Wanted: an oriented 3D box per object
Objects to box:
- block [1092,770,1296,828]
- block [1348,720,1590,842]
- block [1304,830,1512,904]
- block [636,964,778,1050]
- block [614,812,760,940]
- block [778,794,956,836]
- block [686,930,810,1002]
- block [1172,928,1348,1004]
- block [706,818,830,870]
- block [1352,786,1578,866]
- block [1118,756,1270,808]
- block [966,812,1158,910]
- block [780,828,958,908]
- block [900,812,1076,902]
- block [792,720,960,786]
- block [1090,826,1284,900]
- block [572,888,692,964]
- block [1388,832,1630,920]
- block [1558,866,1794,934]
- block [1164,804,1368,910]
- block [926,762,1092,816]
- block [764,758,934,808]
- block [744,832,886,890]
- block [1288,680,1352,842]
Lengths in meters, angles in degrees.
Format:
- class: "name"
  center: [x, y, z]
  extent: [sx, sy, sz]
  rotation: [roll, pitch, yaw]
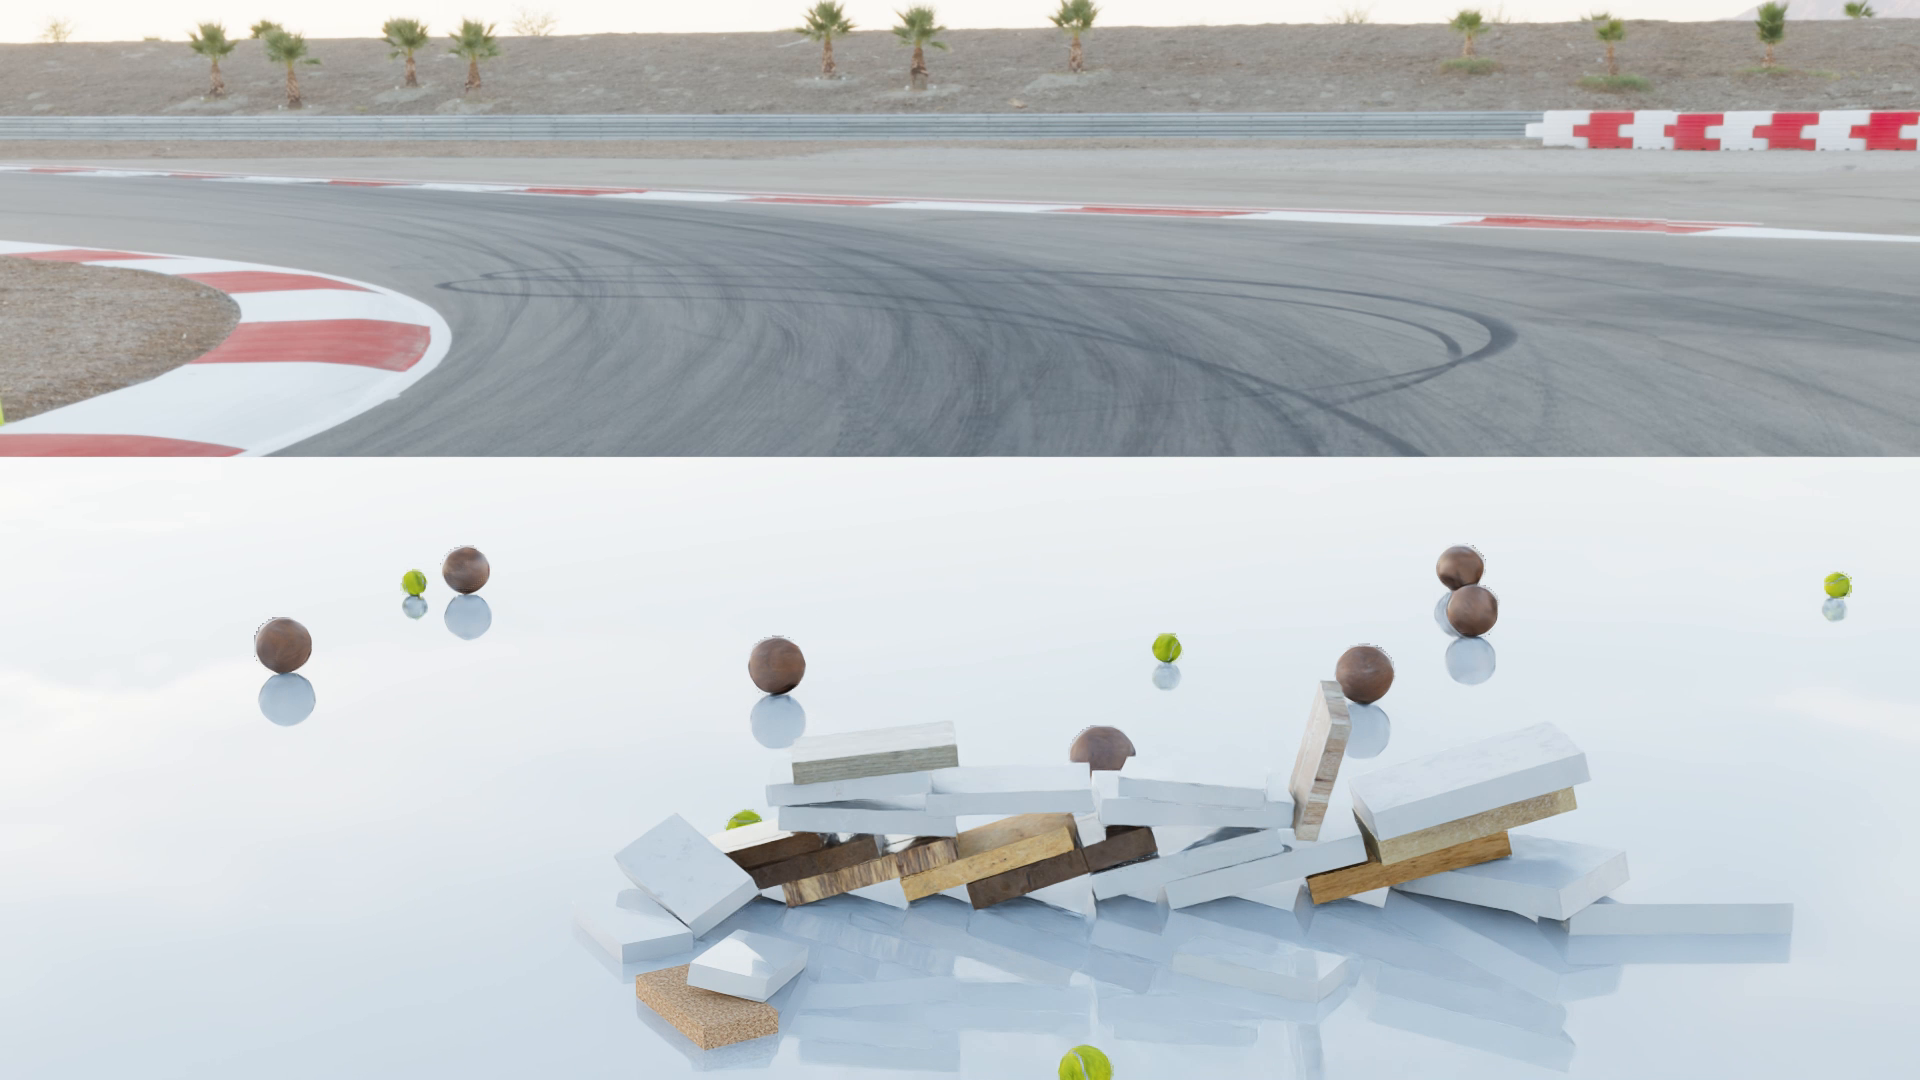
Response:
- class: "block"
  center: [0.382, 0.427, 3.630]
  extent: [0.314, 0.044, 0.157]
  rotation: [1, 11, -2]
- class: "block"
  center: [0.832, 0.393, 3.613]
  extent: [0.354, 0.050, 0.177]
  rotation: [-16, 13, 0]
- class: "block"
  center: [0.733, 0.512, 3.658]
  extent: [0.329, 0.047, 0.165]
  rotation: [-15, 13, 4]
- class: "block"
  center: [-0.366, 0.667, 3.165]
  extent: [0.115, 0.033, 0.230]
  rotation: [-7, 12, -31]
- class: "block"
  center: [-0.446, 0.542, 3.565]
  extent: [0.126, 0.036, 0.253]
  rotation: [-34, 36, -22]
- class: "block"
  center: [-0.153, 0.442, 3.644]
  extent: [0.289, 0.041, 0.144]
  rotation: [2, 12, -3]
- class: "block"
  center: [-0.310, 0.626, 3.244]
  extent: [0.115, 0.033, 0.230]
  rotation: [11, 4, 11]
- class: "block"
  center: [0.452, 0.640, 3.311]
  extent: [0.235, 0.033, 0.117]
  rotation: [7, 12, 31]
- class: "block"
  center: [-0.344, 0.509, 3.667]
  extent: [0.253, 0.036, 0.126]
  rotation: [-15, 10, 8]
- class: "block"
  center: [0.829, 0.442, 3.629]
  extent: [0.329, 0.047, 0.165]
  rotation: [-16, 13, -1]
- class: "block"
  center: [0.381, 0.395, 3.588]
  extent: [0.235, 0.033, 0.117]
  rotation: [4, 11, 11]
- class: "block"
  center: [0.166, 0.519, 3.652]
  extent: [0.314, 0.044, 0.157]
  rotation: [-19, 10, 4]
- class: "block"
  center: [-0.147, 0.530, 3.660]
  extent: [0.289, 0.041, 0.144]
  rotation: [-16, 10, 4]
- class: "block"
  center: [0.047, 0.515, 3.655]
  extent: [0.289, 0.041, 0.144]
  rotation: [-18, 10, 7]
- class: "block"
  center: [-0.138, 0.348, 3.601]
  extent: [0.267, 0.038, 0.134]
  rotation: [-6, 13, -1]
- class: "block"
  center: [0.370, 0.513, 3.656]
  extent: [0.314, 0.044, 0.157]
  rotation: [-15, 10, 3]
- class: "block"
  center: [-0.521, 0.609, 3.478]
  extent: [0.115, 0.033, 0.230]
  rotation: [-6, 12, -29]
- class: "block"
  center: [0.892, 0.540, 3.604]
  extent: [0.177, 0.050, 0.354]
  rotation: [-20, 13, -36]
- class: "block"
  center: [1.141, 0.584, 3.566]
  extent: [0.354, 0.050, 0.177]
  rotation: [0, 11, -1]
- class: "block"
  center: [0.499, 0.525, 3.657]
  extent: [0.329, 0.047, 0.165]
  rotation: [-15, 10, 4]
- class: "block"
  center: [0.081, 0.409, 3.607]
  extent: [0.267, 0.038, 0.134]
  rotation: [-2, 12, 2]
- class: "block"
  center: [-0.179, 0.387, 3.618]
  extent: [0.267, 0.038, 0.134]
  rotation: [-6, 13, 4]
- class: "block"
  center: [-0.253, 0.523, 3.651]
  extent: [0.253, 0.036, 0.126]
  rotation: [-16, 10, 6]
- class: "block"
  center: [0.575, 0.355, 3.528]
  extent: [0.033, 0.235, 0.117]
  rotation: [7, 31, -5]
